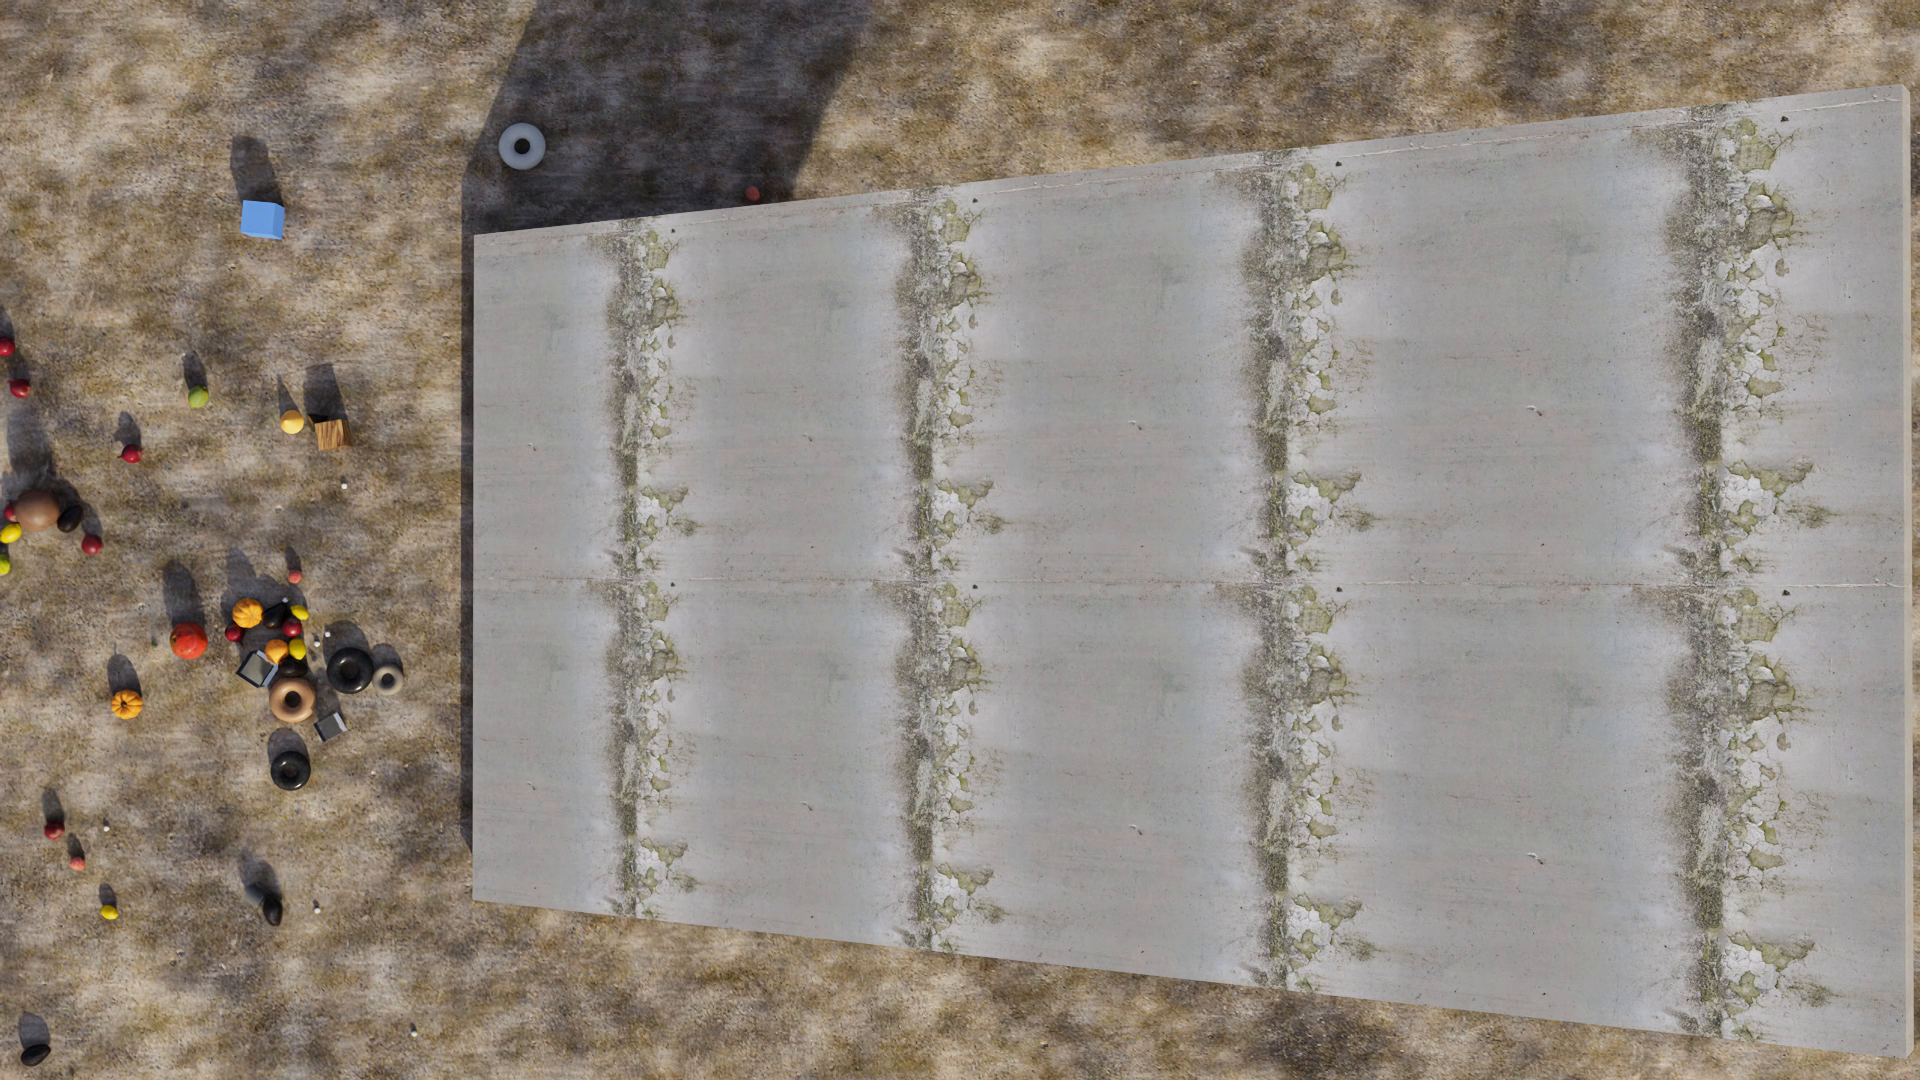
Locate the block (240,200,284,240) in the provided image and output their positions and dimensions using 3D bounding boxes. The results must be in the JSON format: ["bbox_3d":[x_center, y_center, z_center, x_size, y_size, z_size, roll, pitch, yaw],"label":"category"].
[{"bbox_3d":[-2.112,-0.970,6.662,0.096,0.096,0.096,5,89,0],"label":"block"}]

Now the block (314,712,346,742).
[{"bbox_3d":[-1.908,0.567,6.665,0.063,0.063,0.063,-29,90,0],"label":"block"}]

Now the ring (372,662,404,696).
[{"bbox_3d":[-1.738,0.421,6.681,0.101,0.034,0.101,0,89,1],"label":"ring"}]

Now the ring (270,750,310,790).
[{"bbox_3d":[-2.032,0.701,6.675,0.122,0.041,0.122,0,88,-1],"label":"ring"}]

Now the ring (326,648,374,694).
[{"bbox_3d":[-1.851,0.397,6.674,0.143,0.048,0.143,0,88,1],"label":"ring"}]

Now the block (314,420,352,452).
[{"bbox_3d":[-1.897,-0.317,6.664,0.080,0.080,0.080,-10,89,0],"label":"block"}]

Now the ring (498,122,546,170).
[{"bbox_3d":[-1.331,-1.197,6.689,0.144,0.048,0.144,0,90,1],"label":"ring"}]

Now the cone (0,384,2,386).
[{"bbox_3d":[-2.948,-0.504,6.685,0.096,0.096,0.096,-35,116,0],"label":"cone"}]

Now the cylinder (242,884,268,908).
[{"bbox_3d":[-2.137,1.080,6.665,0.053,0.053,0.053,37,90,-2],"label":"cylinder"}]

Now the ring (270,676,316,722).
[{"bbox_3d":[-2.025,0.482,6.674,0.144,0.048,0.144,0,90,-1],"label":"ring"}]

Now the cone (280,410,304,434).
[{"bbox_3d":[-2.037,-0.361,6.669,0.072,0.072,0.072,0,89,0],"label":"cone"}]

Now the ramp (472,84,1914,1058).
[{"bbox_3d":[0.262,0.072,5.605,4.000,0.100,2.000,0,89,32],"label":"ramp"}]

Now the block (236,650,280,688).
[{"bbox_3d":[-2.125,0.391,6.657,0.081,0.081,0.081,34,90,0],"label":"block"}]
